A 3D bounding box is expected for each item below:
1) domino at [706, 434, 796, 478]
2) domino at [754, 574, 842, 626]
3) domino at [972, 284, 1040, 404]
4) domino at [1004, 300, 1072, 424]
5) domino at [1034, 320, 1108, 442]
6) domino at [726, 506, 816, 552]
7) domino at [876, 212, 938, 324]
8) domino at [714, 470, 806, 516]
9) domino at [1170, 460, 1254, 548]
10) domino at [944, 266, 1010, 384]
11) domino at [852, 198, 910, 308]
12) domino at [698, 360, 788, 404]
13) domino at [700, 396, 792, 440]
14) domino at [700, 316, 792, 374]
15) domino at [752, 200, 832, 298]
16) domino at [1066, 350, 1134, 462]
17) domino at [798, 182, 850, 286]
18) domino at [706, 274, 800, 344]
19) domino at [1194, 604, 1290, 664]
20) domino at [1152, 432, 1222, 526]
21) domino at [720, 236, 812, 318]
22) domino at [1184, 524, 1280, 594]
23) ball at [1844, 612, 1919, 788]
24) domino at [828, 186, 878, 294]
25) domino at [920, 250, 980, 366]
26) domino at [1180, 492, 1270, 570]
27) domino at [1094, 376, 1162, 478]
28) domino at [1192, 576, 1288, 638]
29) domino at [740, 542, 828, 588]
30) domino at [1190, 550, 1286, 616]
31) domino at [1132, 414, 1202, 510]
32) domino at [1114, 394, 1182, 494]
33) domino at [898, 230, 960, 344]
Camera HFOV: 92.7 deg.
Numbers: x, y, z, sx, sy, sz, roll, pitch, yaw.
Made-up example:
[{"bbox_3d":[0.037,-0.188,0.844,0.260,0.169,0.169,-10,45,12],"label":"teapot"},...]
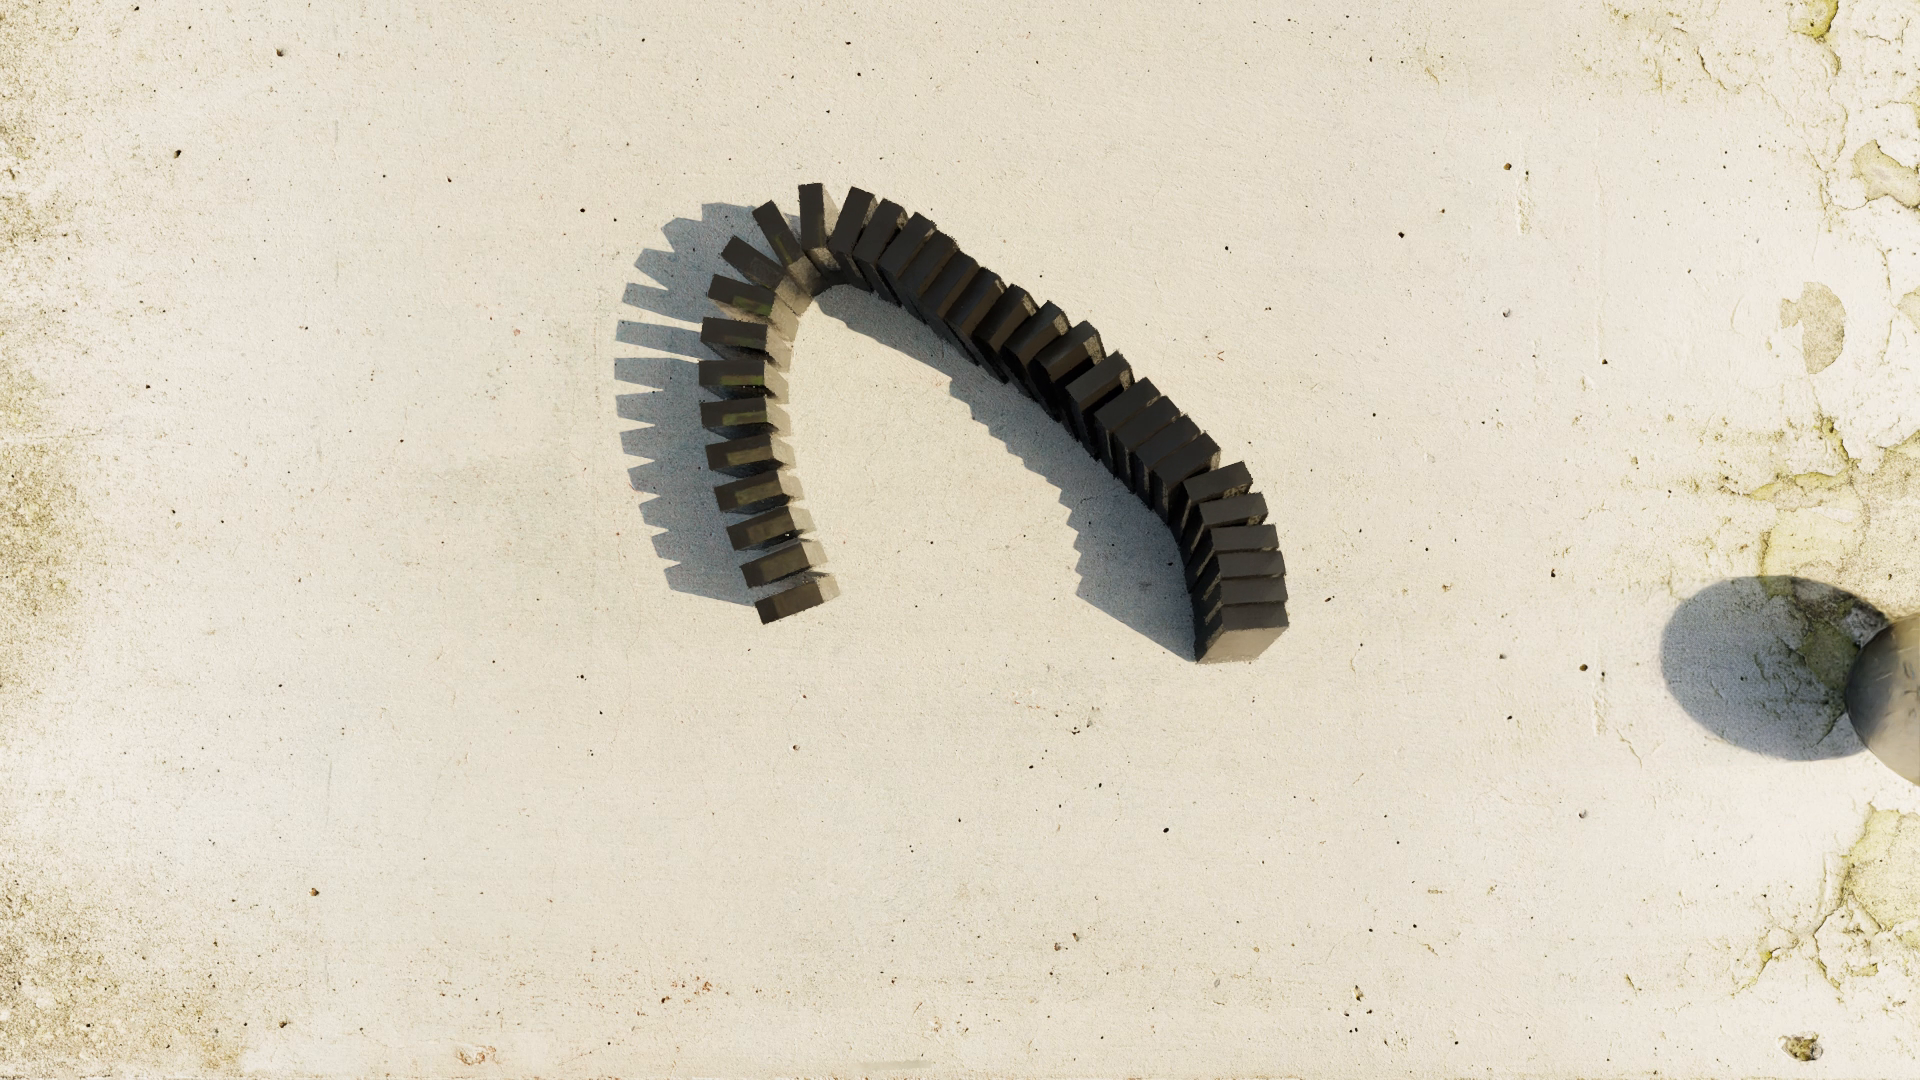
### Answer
[{"bbox_3d":[-0.084,-0.034,0.375,0.025,0.050,0.009,-10,90,0],"label":"domino"},{"bbox_3d":[-0.065,0.024,0.375,0.025,0.050,0.010,-20,90,0],"label":"domino"},{"bbox_3d":[0.027,-0.080,0.377,0.010,0.050,0.025,38,90,35],"label":"domino"},{"bbox_3d":[0.039,-0.072,0.377,0.025,0.050,0.009,-44,54,0],"label":"domino"},{"bbox_3d":[0.050,-0.064,0.377,0.025,0.050,0.010,-36,54,0],"label":"domino"},{"bbox_3d":[-0.076,-0.004,0.375,0.025,0.050,0.010,-20,90,0],"label":"domino"},{"bbox_3d":[-0.016,-0.110,0.375,0.010,0.050,0.025,37,90,14],"label":"domino"},{"bbox_3d":[-0.081,-0.019,0.375,0.025,0.050,0.010,-16,90,0],"label":"domino"},{"bbox_3d":[0.102,-0.014,0.375,0.025,0.050,0.010,-19,68,0],"label":"domino"},{"bbox_3d":[0.014,-0.087,0.376,0.010,0.050,0.025,37,90,29],"label":"domino"},{"bbox_3d":[-0.028,-0.116,0.375,0.010,0.050,0.025,29,90,10],"label":"domino"},{"bbox_3d":[-0.087,-0.064,0.375,0.025,0.050,0.009,0,90,0],"label":"domino"},{"bbox_3d":[-0.086,-0.049,0.375,0.025,0.050,0.009,-6,90,0],"label":"domino"},{"bbox_3d":[-0.086,-0.079,0.375,0.025,0.050,0.009,7,90,0],"label":"domino"},{"bbox_3d":[-0.068,-0.118,0.375,0.009,0.050,0.025,-30,90,4],"label":"domino"},{"bbox_3d":[0.060,-0.054,0.376,0.025,0.050,0.009,-35,63,0],"label":"domino"},{"bbox_3d":[-0.054,-0.124,0.375,0.009,0.050,0.025,-4,90,5],"label":"domino"},{"bbox_3d":[-0.083,-0.094,0.375,0.025,0.050,0.009,17,91,0],"label":"domino"},{"bbox_3d":[0.114,0.039,0.375,0.025,0.050,0.010,-4,67,0],"label":"domino"},{"bbox_3d":[0.092,-0.024,0.375,0.025,0.050,0.010,-35,69,0],"label":"domino"},{"bbox_3d":[-0.078,-0.107,0.375,0.025,0.050,0.009,34,93,0],"label":"domino"},{"bbox_3d":[0.110,0.008,0.375,0.025,0.050,0.009,-4,67,0],"label":"domino"},{"bbox_3d":[0.403,0.065,0.360,0.080,0.080,0.080,0,90,0],"label":"ball"},{"bbox_3d":[-0.040,-0.121,0.375,0.010,0.050,0.025,22,90,5],"label":"domino"},{"bbox_3d":[0.003,-0.094,0.375,0.009,0.050,0.025,37,90,25],"label":"domino"},{"bbox_3d":[0.107,-0.003,0.375,0.025,0.050,0.009,-11,68,0],"label":"domino"},{"bbox_3d":[0.069,-0.045,0.375,0.025,0.050,0.009,-35,69,0],"label":"domino"},{"bbox_3d":[0.114,0.029,0.375,0.025,0.050,0.010,-4,67,0],"label":"domino"},{"bbox_3d":[-0.071,0.010,0.375,0.025,0.050,0.009,-21,90,0],"label":"domino"},{"bbox_3d":[0.113,0.019,0.375,0.025,0.050,0.010,-4,67,0],"label":"domino"},{"bbox_3d":[0.085,-0.031,0.375,0.025,0.050,0.009,-35,69,0],"label":"domino"},{"bbox_3d":[0.077,-0.038,0.375,0.025,0.050,0.009,-35,69,0],"label":"domino"},{"bbox_3d":[-0.006,-0.102,0.375,0.009,0.050,0.025,37,90,20],"label":"domino"}]
